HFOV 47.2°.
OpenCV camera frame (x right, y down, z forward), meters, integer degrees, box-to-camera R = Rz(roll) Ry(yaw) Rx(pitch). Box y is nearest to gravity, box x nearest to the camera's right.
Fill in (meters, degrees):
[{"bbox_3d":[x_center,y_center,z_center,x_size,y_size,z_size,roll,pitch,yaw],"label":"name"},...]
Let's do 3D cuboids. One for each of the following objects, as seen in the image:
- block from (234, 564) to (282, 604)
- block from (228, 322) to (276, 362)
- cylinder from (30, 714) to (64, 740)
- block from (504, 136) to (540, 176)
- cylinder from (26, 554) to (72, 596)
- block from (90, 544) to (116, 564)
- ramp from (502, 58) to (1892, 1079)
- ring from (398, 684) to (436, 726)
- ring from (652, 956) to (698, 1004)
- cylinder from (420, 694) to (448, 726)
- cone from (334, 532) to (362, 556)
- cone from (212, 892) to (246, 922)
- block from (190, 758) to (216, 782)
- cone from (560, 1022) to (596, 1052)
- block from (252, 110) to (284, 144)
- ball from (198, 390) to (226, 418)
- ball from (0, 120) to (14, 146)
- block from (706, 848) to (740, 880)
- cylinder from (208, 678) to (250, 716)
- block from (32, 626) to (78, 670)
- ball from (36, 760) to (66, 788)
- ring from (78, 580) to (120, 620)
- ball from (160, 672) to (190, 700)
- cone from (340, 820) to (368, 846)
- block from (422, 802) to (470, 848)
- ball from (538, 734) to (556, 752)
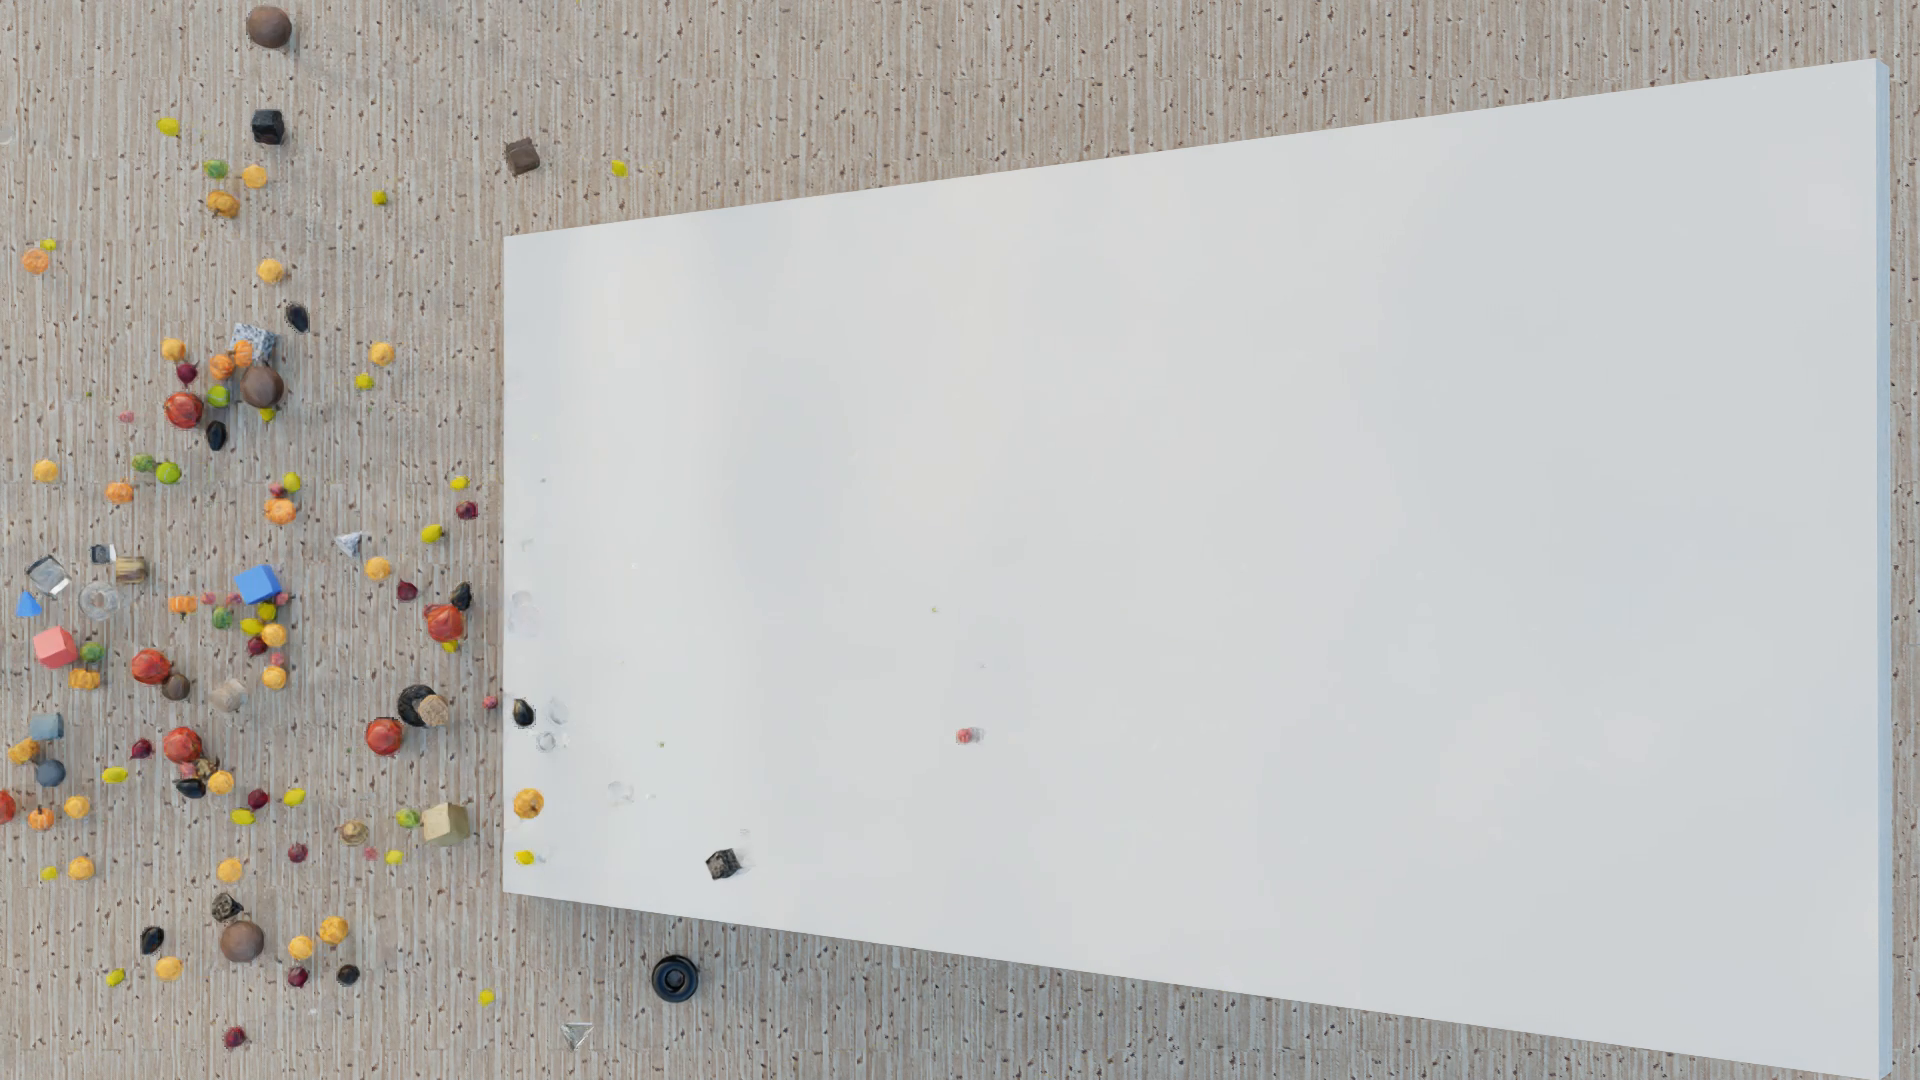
[{"bbox_3d":[-2.154,0.135,6.750,0.091,0.091,0.091,-26,90,0],"label":"block"},{"bbox_3d":[-2.174,-0.606,6.753,0.096,0.096,0.096,15,90,0],"label":"block"},{"bbox_3d":[-2.791,0.572,6.724,0.078,0.078,0.078,-3,90,-7],"label":"cylinder"},{"bbox_3d":[-1.342,-1.176,6.744,0.080,0.080,0.080,-24,90,-13],"label":"block"},{"bbox_3d":[-2.796,0.110,6.749,0.092,0.092,0.092,-40,90,0],"label":"cylinder"},{"bbox_3d":[-2.636,0.042,6.769,0.052,0.052,0.052,-7,91,0],"label":"block"},{"bbox_3d":[0.230,0.065,5.548,4.000,0.100,2.000,0,89,37],"label":"ramp"},{"bbox_3d":[-1.667,0.510,6.770,0.131,0.044,0.131,0,94,-2],"label":"ring"},{"bbox_3d":[-0.876,1.351,6.763,0.146,0.049,0.146,0,88,0],"label":"ring"},{"bbox_3d":[-1.604,0.519,6.713,0.082,0.082,0.082,-2,98,-13],"label":"cylinder"},{"bbox_3d":[-1.871,-0.003,6.779,0.078,0.078,0.078,44,63,0],"label":"cone"},{"bbox_3d":[-2.229,1.129,6.747,0.090,0.090,0.090,-9,73,31],"label":"cone"},{"bbox_3d":[-2.323,0.705,6.748,0.051,0.051,0.051,-44,60,34],"label":"block"},{"bbox_3d":[-1.163,1.508,6.764,0.096,0.096,0.096,-20,90,-27],"label":"cone"},{"bbox_3d":[-2.125,-1.268,6.754,0.072,0.072,0.072,4,48,1],"label":"block"},{"bbox_3d":[-2.295,-0.417,6.744,0.085,0.085,0.085,0,90,0],"label":"ball"},{"bbox_3d":[-2.955,-1.253,6.768,0.075,0.075,0.075,0,90,0],"label":"ball"},{"bbox_3d":[-0.660,0.903,6.116,0.060,0.060,0.060,-40,67,30],"label":"block"},{"bbox_3d":[-2.240,0.481,6.732,0.085,0.085,0.085,18,128,26],"label":"cylinder"},{"bbox_3d":[-2.768,0.329,6.734,0.085,0.085,0.085,-25,66,-4],"label":"block"},{"bbox_3d":[-2.791,0.717,6.748,0.086,0.086,0.086,0,90,0],"label":"ball"},{"bbox_3d":[-2.639,0.184,6.744,0.123,0.041,0.123,2,82,-14],"label":"ring"},{"bbox_3d":[-2.407,0.451,6.750,0.086,0.086,0.086,0,90,0],"label":"ball"},{"bbox_3d":[-1.845,0.882,6.700,0.085,0.085,0.085,7,67,-16],"label":"cone"},{"bbox_3d":[-1.569,0.869,6.713,0.095,0.095,0.095,-23,64,19],"label":"block"},{"bbox_3d":[-1.231,0.603,6.555,0.053,0.053,0.053,0,90,0],"label":"ball"}]
